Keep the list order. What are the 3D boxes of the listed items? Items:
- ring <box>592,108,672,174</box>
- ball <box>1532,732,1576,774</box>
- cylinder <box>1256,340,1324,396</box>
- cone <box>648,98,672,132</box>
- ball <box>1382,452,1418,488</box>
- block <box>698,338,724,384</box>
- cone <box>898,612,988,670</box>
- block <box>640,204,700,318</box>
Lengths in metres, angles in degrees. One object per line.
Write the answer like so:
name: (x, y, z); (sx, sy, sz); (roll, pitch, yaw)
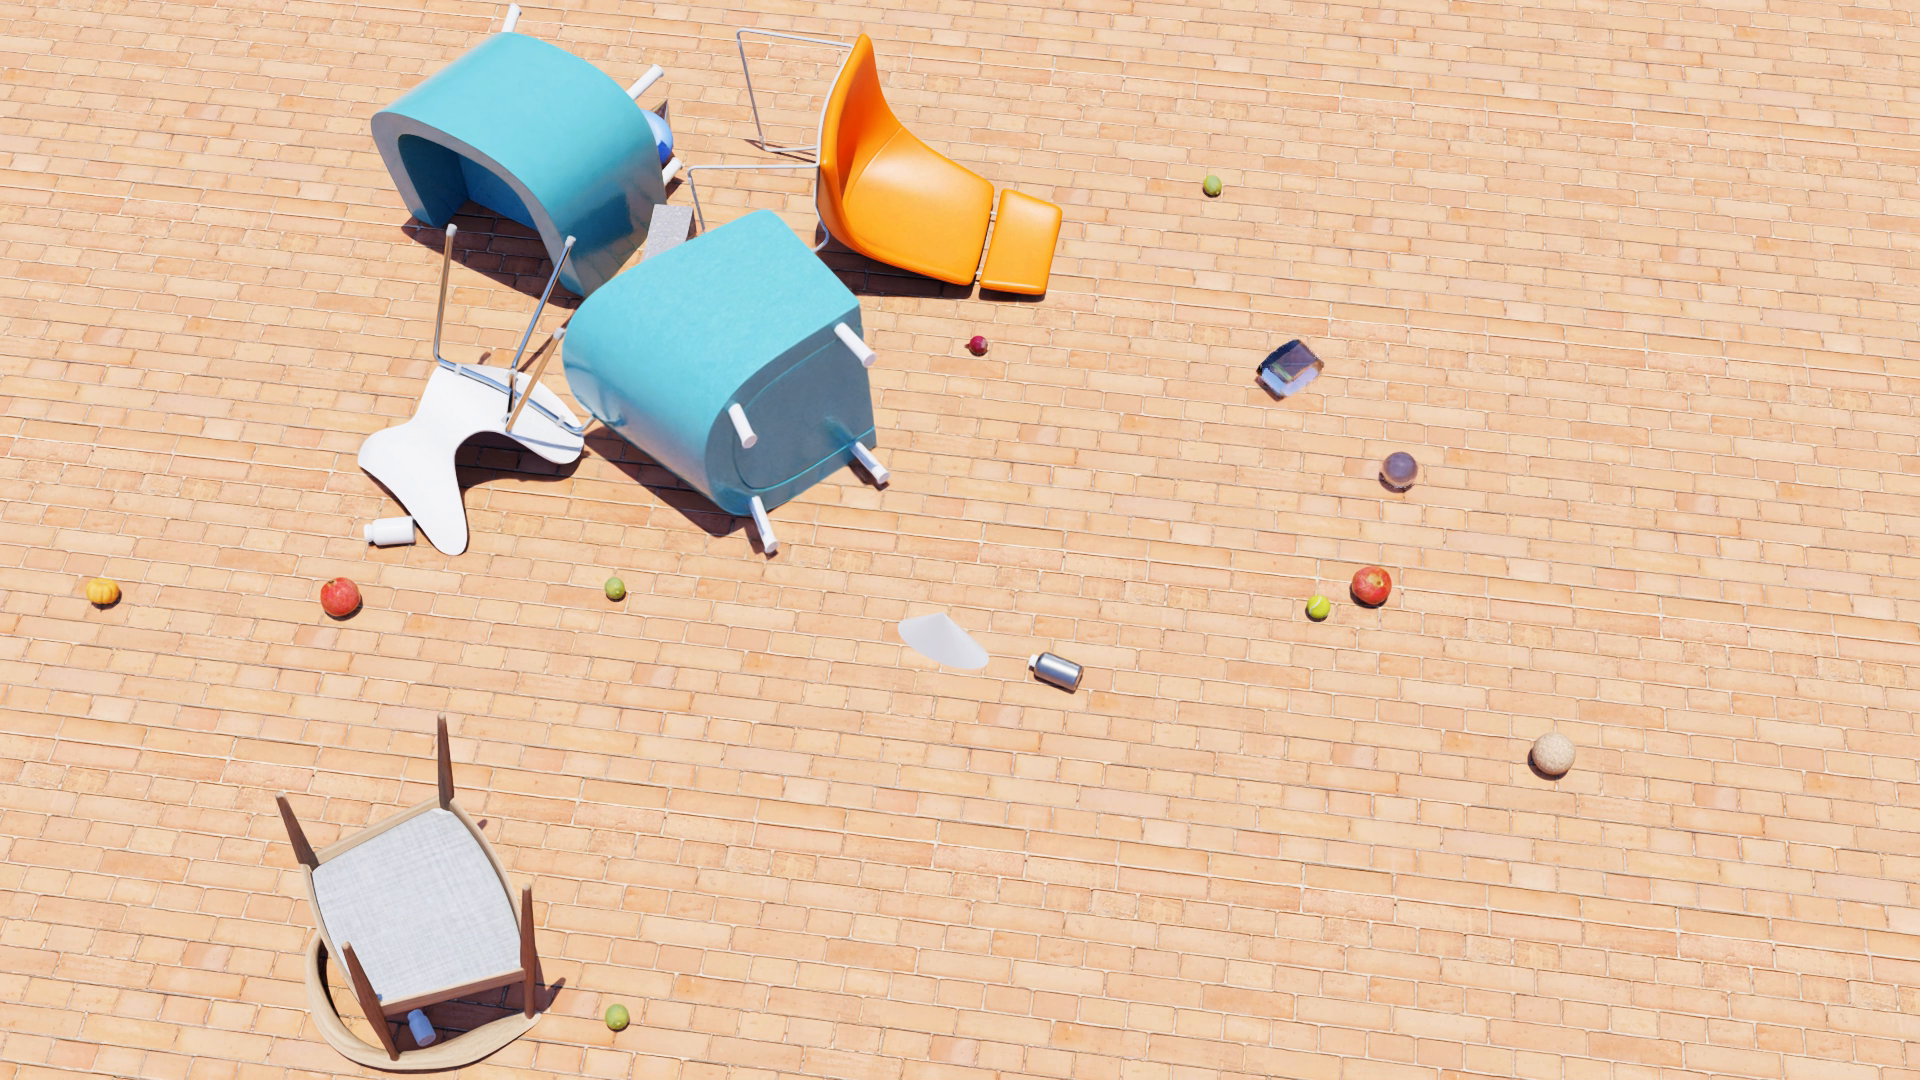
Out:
ring: (-1.099, -1.335, 7.370); (0.297, 0.090, 0.225); (6, 89, 18)
ball: (1.649, 0.593, 6.105); (0.118, 0.118, 0.118); (0, 56, 0)
cylinder: (1.032, -0.538, 6.873); (0.187, 0.103, 0.108); (-33, 62, -17)
cone: (-1.036, -1.451, 7.518); (0.193, 0.095, 0.228); (4, 43, 15)
ball: (1.331, -0.214, 6.652); (0.109, 0.109, 0.109); (0, 56, 0)
block: (-0.781, -0.563, 6.895); (0.072, 0.093, 0.106); (-5, 56, -3)
cone: (-0.049, 0.251, 6.303); (0.291, 0.170, 0.128); (23, 59, 15)
block: (-0.931, -0.896, 7.056); (0.125, 0.198, 0.295); (4, 56, 3)
